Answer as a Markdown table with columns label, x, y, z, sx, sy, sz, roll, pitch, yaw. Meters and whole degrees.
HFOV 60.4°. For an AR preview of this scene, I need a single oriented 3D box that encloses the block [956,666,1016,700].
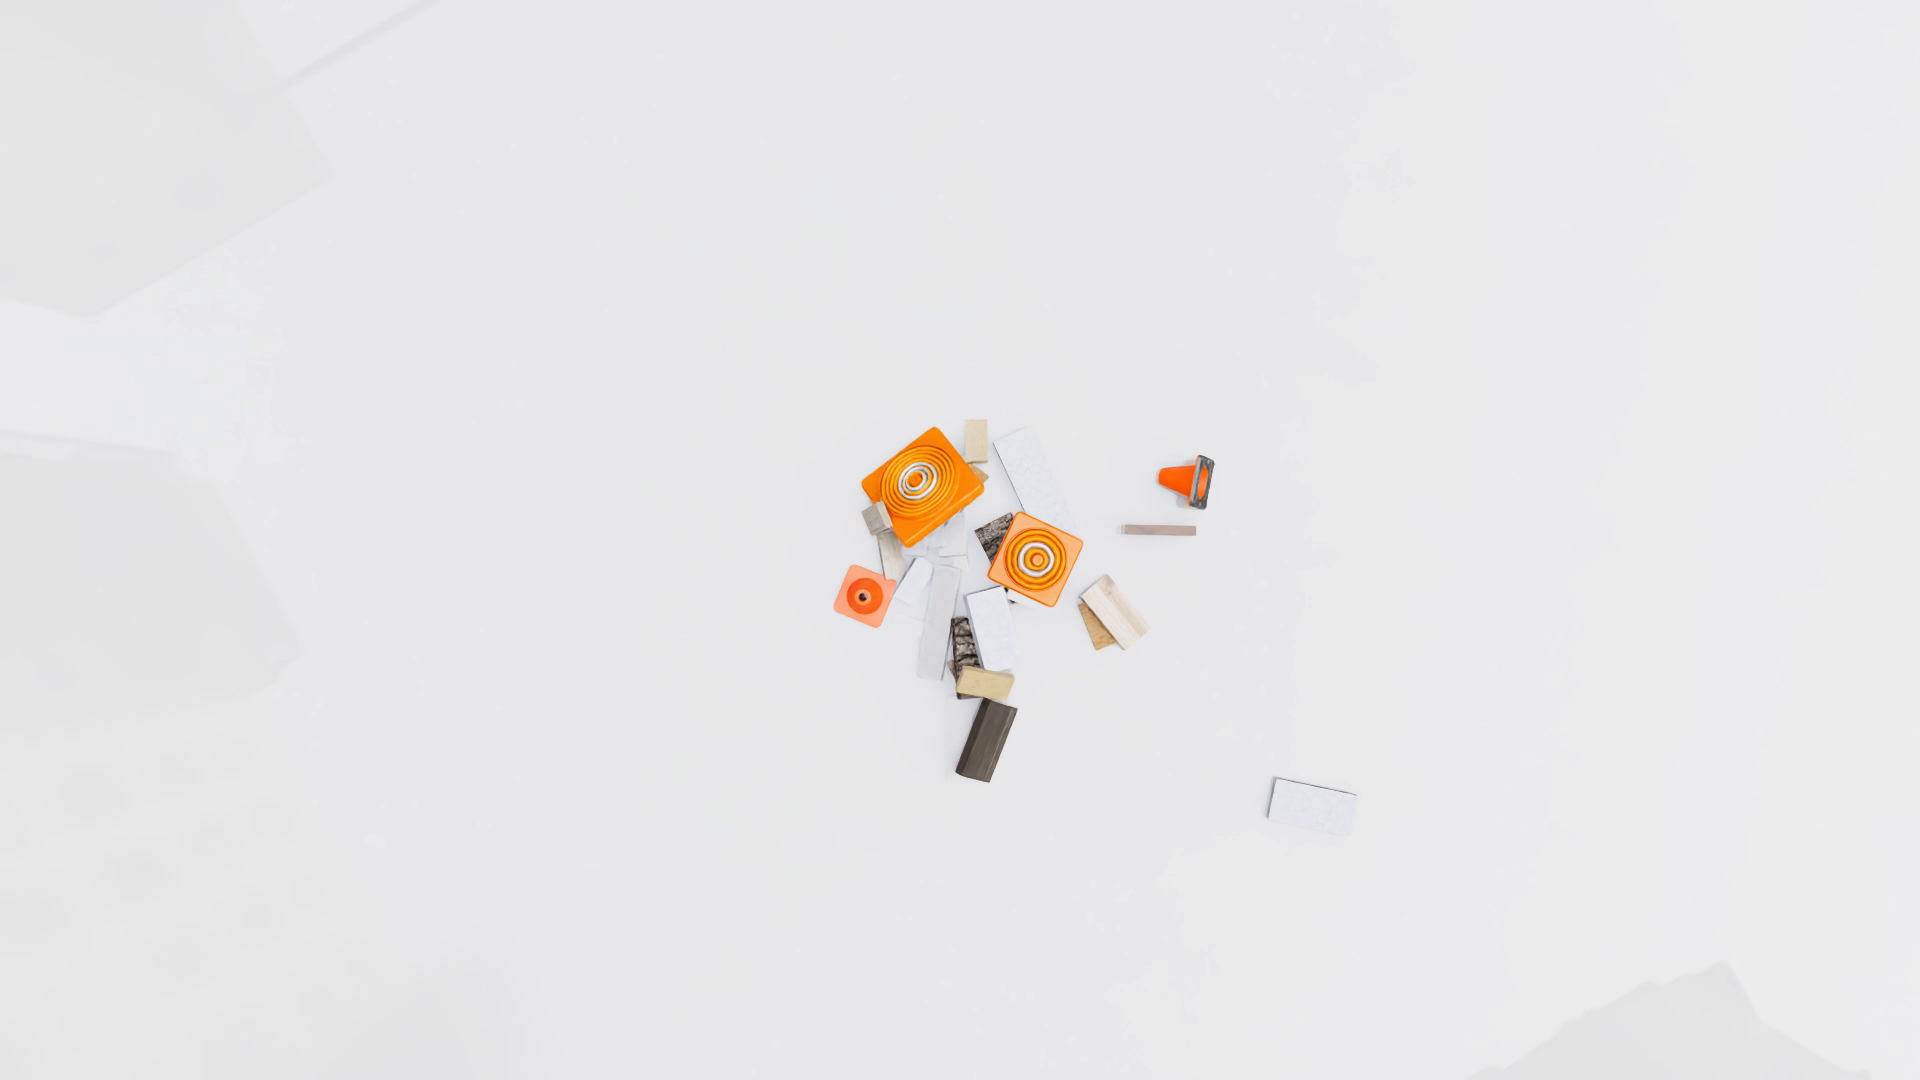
| label | x | y | z | sx | sy | sz | roll | pitch | yaw |
| --- | --- | --- | --- | --- | --- | --- | --- | --- | --- |
| block | 0.082 | 0.468 | 5.383 | 0.177 | 0.025 | 0.089 | 12 | 115 | -19 |

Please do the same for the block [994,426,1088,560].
| label | x | y | z | sx | sy | sz | roll | pitch | yaw |
| --- | --- | --- | --- | --- | --- | --- | --- | --- | --- |
| block | 0.266 | -0.150 | 5.480 | 0.138 | 0.039 | 0.445 | -25 | 90 | 0 |

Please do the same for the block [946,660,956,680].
| label | x | y | z | sx | sy | sz | roll | pitch | yaw |
| --- | --- | --- | --- | --- | --- | --- | --- | --- | --- |
| block | 0.045 | 0.406 | 5.476 | 0.163 | 0.023 | 0.081 | -28 | 91 | -8 |

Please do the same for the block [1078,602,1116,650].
| label | x | y | z | sx | sy | sz | roll | pitch | yaw |
| --- | --- | --- | --- | --- | --- | --- | --- | --- | --- |
| block | 0.461 | 0.277 | 5.488 | 0.081 | 0.023 | 0.163 | -22 | 90 | 0 |

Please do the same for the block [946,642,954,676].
| label | x | y | z | sx | sy | sz | roll | pitch | yaw |
| --- | --- | --- | --- | --- | --- | --- | --- | --- | --- |
| block | -0.016 | 0.396 | 5.490 | 0.054 | 0.015 | 0.108 | -5 | 90 | -4 |

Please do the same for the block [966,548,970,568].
| label | x | y | z | sx | sy | sz | roll | pitch | yaw |
| --- | --- | --- | --- | --- | --- | --- | --- | --- | --- |
| block | 0.003 | 0.051 | 5.494 | 0.045 | 0.013 | 0.091 | -8 | 90 | 0 |

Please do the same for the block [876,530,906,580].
| label | x | y | z | sx | sy | sz | roll | pitch | yaw |
| --- | --- | --- | --- | --- | --- | --- | --- | --- | --- |
| block | -0.225 | 0.050 | 5.476 | 0.078 | 0.022 | 0.156 | -10 | 90 | -21 |

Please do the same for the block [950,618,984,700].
| label | x | y | z | sx | sy | sz | roll | pitch | yaw |
| --- | --- | --- | --- | --- | --- | --- | --- | --- | --- |
| block | 0.048 | 0.387 | 5.433 | 0.133 | 0.038 | 0.266 | -4 | 87 | -20 |

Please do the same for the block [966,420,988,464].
| label | x | y | z | sx | sy | sz | roll | pitch | yaw |
| --- | --- | --- | --- | --- | --- | --- | --- | --- | --- |
| block | 0.055 | -0.327 | 5.467 | 0.074 | 0.021 | 0.148 | -1 | 72 | 0 |

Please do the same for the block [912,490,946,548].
| label | x | y | z | sx | sy | sz | roll | pitch | yaw |
| --- | --- | --- | --- | --- | --- | --- | --- | --- | --- |
| block | -0.099 | -0.065 | 5.409 | 0.091 | 0.026 | 0.183 | -7 | 88 | 20 |

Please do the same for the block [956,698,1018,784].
| label | x | y | z | sx | sy | sz | roll | pitch | yaw |
| --- | --- | --- | --- | --- | --- | --- | --- | --- | --- |
| block | 0.088 | 0.661 | 5.442 | 0.133 | 0.038 | 0.266 | 21 | 90 | -42 |

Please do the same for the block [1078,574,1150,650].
| label | x | y | z | sx | sy | sz | roll | pitch | yaw |
| --- | --- | --- | --- | --- | --- | --- | --- | --- | --- |
| block | 0.514 | 0.240 | 5.465 | 0.117 | 0.033 | 0.234 | -40 | 94 | -11 |

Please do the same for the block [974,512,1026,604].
| label | x | y | z | sx | sy | sz | roll | pitch | yaw |
| --- | --- | --- | --- | --- | --- | --- | --- | --- | --- |
| block | 0.171 | 0.060 | 5.480 | 0.138 | 0.039 | 0.276 | -27 | 90 | 0 |

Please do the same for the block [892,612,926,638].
| label | x | y | z | sx | sy | sz | roll | pitch | yaw |
| --- | --- | --- | --- | --- | --- | --- | --- | --- | --- |
| block | -0.170 | 0.284 | 5.492 | 0.108 | 0.015 | 0.054 | 20 | 90 | 0 |

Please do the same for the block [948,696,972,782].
| label | x | y | z | sx | sy | sz | roll | pitch | yaw |
| --- | --- | --- | --- | --- | --- | --- | --- | --- | --- |
| block | 0.000 | 0.663 | 5.488 | 0.081 | 0.023 | 0.286 | 1 | 90 | 0 |

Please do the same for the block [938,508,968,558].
| label | x | y | z | sx | sy | sz | roll | pitch | yaw |
| --- | --- | --- | --- | --- | --- | --- | --- | --- | --- |
| block | -0.028 | -0.035 | 5.462 | 0.091 | 0.026 | 0.183 | -4 | 75 | 2 |

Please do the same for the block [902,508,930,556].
| label | x | y | z | sx | sy | sz | roll | pitch | yaw |
| --- | --- | --- | --- | --- | --- | --- | --- | --- | --- |
| block | -0.144 | -0.026 | 5.388 | 0.078 | 0.022 | 0.156 | 1 | 83 | 23 |

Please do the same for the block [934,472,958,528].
| label | x | y | z | sx | sy | sz | roll | pitch | yaw |
| --- | --- | --- | --- | --- | --- | --- | --- | --- | --- |
| block | -0.054 | -0.126 | 5.461 | 0.091 | 0.026 | 0.183 | 29 | 78 | 10 |

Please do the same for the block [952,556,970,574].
| label | x | y | z | sx | sy | sz | roll | pitch | yaw |
| --- | --- | --- | --- | --- | --- | --- | --- | --- | --- |
| block | 0.001 | 0.070 | 5.468 | 0.045 | 0.013 | 0.091 | -15 | 95 | -1 |

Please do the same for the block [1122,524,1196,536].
| label | x | y | z | sx | sy | sz | roll | pitch | yaw |
| --- | --- | --- | --- | --- | --- | --- | --- | --- | --- |
| block | 0.655 | -0.033 | 5.442 | 0.234 | 0.117 | 0.033 | 1 | 90 | 0 |

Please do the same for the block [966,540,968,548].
| label | x | y | z | sx | sy | sz | roll | pitch | yaw |
| --- | --- | --- | --- | --- | --- | --- | --- | --- | --- |
| block | -0.006 | -0.016 | 5.483 | 0.045 | 0.013 | 0.091 | -17 | 83 | -1 |

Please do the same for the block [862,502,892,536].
| label | x | y | z | sx | sy | sz | roll | pitch | yaw |
| --- | --- | --- | --- | --- | --- | --- | --- | --- | --- |
| block | -0.272 | -0.071 | 5.412 | 0.025 | 0.177 | 0.089 | -23 | 90 | -20 |

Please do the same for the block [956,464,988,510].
| label | x | y | z | sx | sy | sz | roll | pitch | yaw |
| --- | --- | --- | --- | --- | --- | --- | --- | --- | --- |
| block | 0.022 | -0.174 | 5.446 | 0.074 | 0.021 | 0.148 | 36 | 79 | 9 |

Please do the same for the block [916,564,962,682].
| label | x | y | z | sx | sy | sz | roll | pitch | yaw |
| --- | --- | --- | --- | --- | --- | --- | --- | --- | --- |
| block | -0.069 | 0.273 | 5.465 | 0.089 | 0.025 | 0.377 | 11 | 93 | 19 |

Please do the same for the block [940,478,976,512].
| label | x | y | z | sx | sy | sz | roll | pitch | yaw |
| --- | --- | --- | --- | --- | --- | --- | --- | --- | --- |
| block | -0.023 | -0.144 | 5.401 | 0.148 | 0.021 | 0.074 | -22 | 80 | 25 |

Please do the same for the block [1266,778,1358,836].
| label | x | y | z | sx | sy | sz | roll | pitch | yaw |
| --- | --- | --- | --- | --- | --- | --- | --- | --- | --- |
| block | 1.170 | 0.886 | 5.480 | 0.276 | 0.039 | 0.138 | 12 | 90 | 0 |

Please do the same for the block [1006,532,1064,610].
| label | x | y | z | sx | sy | sz | roll | pitch | yaw |
| --- | --- | --- | --- | --- | --- | --- | --- | --- | --- |
| block | 0.246 | 0.101 | 5.444 | 0.117 | 0.033 | 0.234 | 20 | 90 | 0 |

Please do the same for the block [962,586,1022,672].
| label | x | y | z | sx | sy | sz | roll | pitch | yaw |
| --- | --- | --- | --- | --- | --- | --- | --- | --- | --- |
| block | 0.108 | 0.296 | 5.421 | 0.133 | 0.038 | 0.266 | -14 | 91 | -20 |

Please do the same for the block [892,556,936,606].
| label | x | y | z | sx | sy | sz | roll | pitch | yaw |
| --- | --- | --- | --- | --- | --- | --- | --- | --- | --- |
| block | -0.151 | 0.134 | 5.476 | 0.078 | 0.022 | 0.156 | 32 | 90 | -21 |
